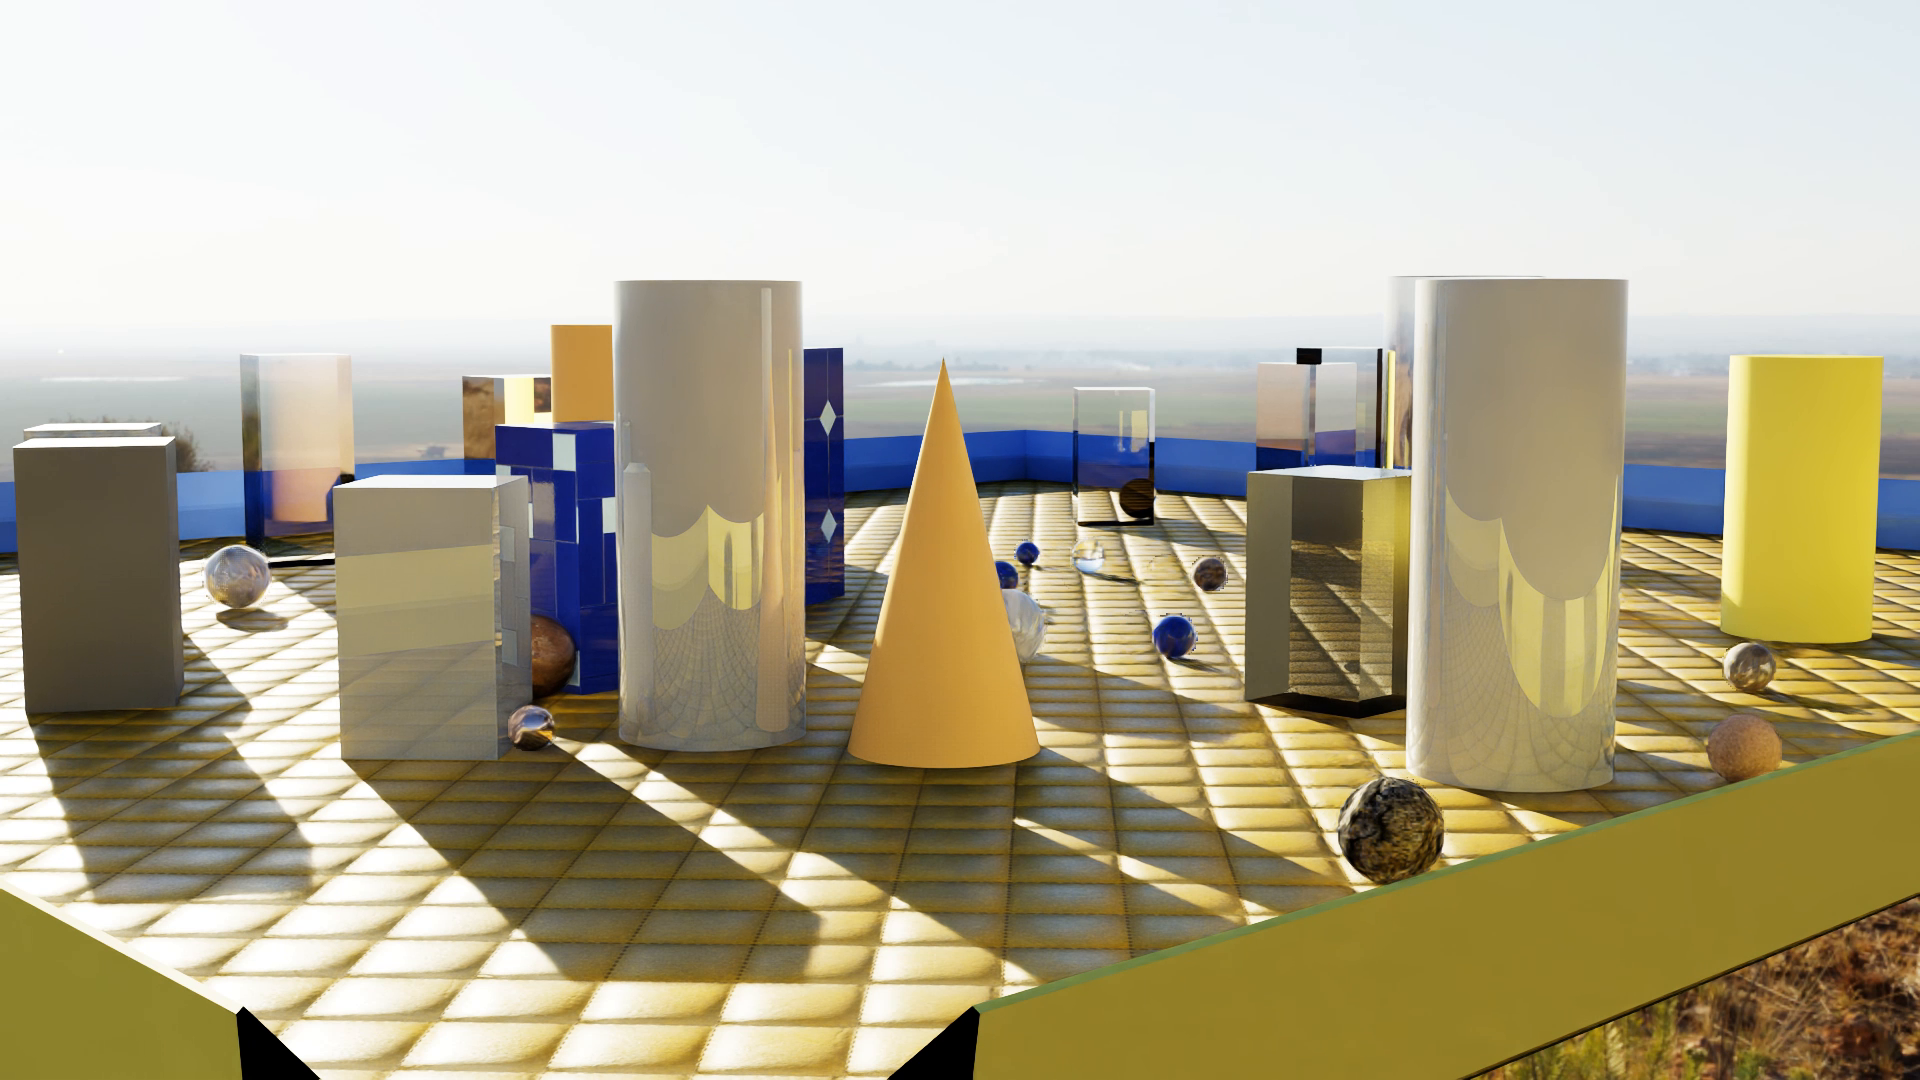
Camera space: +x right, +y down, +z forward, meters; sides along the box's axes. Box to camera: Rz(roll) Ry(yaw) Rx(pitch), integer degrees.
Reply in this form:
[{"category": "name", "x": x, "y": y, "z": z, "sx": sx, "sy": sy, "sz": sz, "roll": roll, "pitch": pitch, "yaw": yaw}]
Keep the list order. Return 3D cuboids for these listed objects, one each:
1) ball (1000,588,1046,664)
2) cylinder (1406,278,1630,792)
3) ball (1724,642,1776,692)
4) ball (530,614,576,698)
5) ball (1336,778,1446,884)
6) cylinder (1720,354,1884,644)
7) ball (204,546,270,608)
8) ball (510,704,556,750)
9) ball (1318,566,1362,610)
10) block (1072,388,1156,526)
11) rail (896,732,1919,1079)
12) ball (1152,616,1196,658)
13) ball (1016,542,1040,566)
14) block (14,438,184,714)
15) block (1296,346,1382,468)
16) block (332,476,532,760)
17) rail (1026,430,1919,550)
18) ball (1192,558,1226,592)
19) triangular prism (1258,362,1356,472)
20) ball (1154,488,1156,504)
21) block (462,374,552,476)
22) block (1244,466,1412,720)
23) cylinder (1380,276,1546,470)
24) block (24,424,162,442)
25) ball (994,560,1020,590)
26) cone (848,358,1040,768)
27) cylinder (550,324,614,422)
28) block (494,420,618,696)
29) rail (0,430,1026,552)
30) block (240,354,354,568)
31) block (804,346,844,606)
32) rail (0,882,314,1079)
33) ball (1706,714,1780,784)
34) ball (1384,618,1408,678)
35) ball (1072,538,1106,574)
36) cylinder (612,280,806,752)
[{"category": "ball", "x": 0.058, "y": 0.109, "z": 2.754, "sx": 0.098, "sy": 0.098, "sz": 0.098, "roll": 0, "pitch": 6, "yaw": 0}, {"category": "cylinder", "x": 0.533, "y": -0.012, "z": 2.111, "sx": 0.197, "sy": 0.473, "sz": 0.197, "roll": 0, "pitch": 6, "yaw": 0}, {"category": "ball", "x": 0.925, "y": 0.148, "z": 2.576, "sx": 0.058, "sy": 0.058, "sz": 0.058, "roll": 0, "pitch": 6, "yaw": 0}, {"category": "ball", "x": -0.491, "y": 0.134, "z": 2.526, "sx": 0.098, "sy": 0.098, "sz": 0.098, "roll": 0, "pitch": 6, "yaw": 0}, {"category": "ball", "x": 0.335, "y": 0.226, "z": 1.711, "sx": 0.083, "sy": 0.083, "sz": 0.083, "roll": 0, "pitch": 6, "yaw": 0}, {"category": "cylinder", "x": 1.158, "y": -0.062, "z": 3.029, "sx": 0.197, "sy": 0.382, "sz": 0.197, "roll": 0, "pitch": 6, "yaw": 0}, {"category": "ball", "x": -1.082, "y": 0.055, "z": 3.291, "sx": 0.095, "sy": 0.095, "sz": 0.095, "roll": 0, "pitch": 6, "yaw": 0}, {"category": "ball", "x": -0.434, "y": 0.190, "z": 2.233, "sx": 0.046, "sy": 0.046, "sz": 0.046, "roll": 0, "pitch": 6, "yaw": 0}, {"category": "ball", "x": 0.567, "y": 0.071, "z": 3.283, "sx": 0.065, "sy": 0.065, "sz": 0.065, "roll": 0, "pitch": 6, "yaw": 0}, {"category": "block", "x": 0.321, "y": -0.177, "z": 4.618, "sx": 0.157, "sy": 0.281, "sz": 0.157, "roll": 0, "pitch": 6, "yaw": -1}, {"category": "rail", "x": 1.153, "y": 0.163, "z": 2.089, "sx": 3.655, "sy": 0.128, "sz": 0.045, "roll": -5, "pitch": 8, "yaw": -42}, {"category": "ball", "x": 0.274, "y": 0.124, "z": 2.823, "sx": 0.055, "sy": 0.055, "sz": 0.055, "roll": 0, "pitch": 6, "yaw": 0}, {"category": "ball", "x": 0.118, "y": 0.023, "z": 3.850, "sx": 0.042, "sy": 0.042, "sz": 0.042, "roll": 0, "pitch": 6, "yaw": 0}, {"category": "block", "x": -0.981, "y": 0.035, "z": 2.516, "sx": 0.157, "sy": 0.295, "sz": 0.157, "roll": -2, "pitch": 6, "yaw": -16}, {"category": "block", "x": 0.777, "y": -0.197, "z": 4.381, "sx": 0.157, "sy": 0.371, "sz": 0.157, "roll": 5, "pitch": 8, "yaw": 40}, {"category": "block", "x": -0.535, "y": 0.075, "z": 2.250, "sx": 0.157, "sy": 0.271, "sz": 0.157, "roll": 0, "pitch": 6, "yaw": 2}, {"category": "rail", "x": 1.326, "y": -0.094, "z": 4.549, "sx": 0.045, "sy": 0.128, "sz": 3.449, "roll": -5, "pitch": 8, "yaw": -42}, {"category": "ball", "x": 0.396, "y": 0.054, "z": 3.496, "sx": 0.054, "sy": 0.054, "sz": 0.054, "roll": 0, "pitch": 6, "yaw": 0}, {"category": "triangular prism", "x": 0.587, "y": -0.133, "z": 3.858, "sx": 0.148, "sy": 0.352, "sz": 0.170, "roll": 4, "pitch": 7, "yaw": 35}, {"category": "ball", "x": 0.381, "y": -0.095, "z": 4.758, "sx": 0.088, "sy": 0.088, "sz": 0.088, "roll": 0, "pitch": 6, "yaw": 0}, {"category": "block", "x": -0.781, "y": -0.130, "z": 3.947, "sx": 0.157, "sy": 0.327, "sz": 0.157, "roll": -5, "pitch": 8, "yaw": -40}, {"category": "block", "x": 0.436, "y": 0.054, "z": 2.500, "sx": 0.157, "sy": 0.262, "sz": 0.157, "roll": 6, "pitch": 8, "yaw": 45}, {"category": "cylinder", "x": 0.628, "y": -0.086, "z": 2.763, "sx": 0.197, "sy": 0.486, "sz": 0.197, "roll": 0, "pitch": 6, "yaw": 0}, {"category": "block", "x": -1.223, "y": -0.021, "z": 3.122, "sx": 0.157, "sy": 0.281, "sz": 0.157, "roll": -1, "pitch": 6, "yaw": -12}, {"category": "ball", "x": 0.061, "y": 0.061, "z": 3.395, "sx": 0.061, "sy": 0.061, "sz": 0.061, "roll": 0, "pitch": 6, "yaw": 0}, {"category": "cone", "x": -0.017, "y": 0.014, "z": 2.223, "sx": 0.197, "sy": 0.399, "sz": 0.197, "roll": 0, "pitch": 6, "yaw": 0}, {"category": "cylinder", "x": -0.480, "y": -0.094, "z": 3.132, "sx": 0.197, "sy": 0.424, "sz": 0.197, "roll": 0, "pitch": 6, "yaw": 0}, {"category": "block", "x": -0.444, "y": 0.016, "z": 2.644, "sx": 0.157, "sy": 0.308, "sz": 0.157, "roll": 5, "pitch": 8, "yaw": 42}, {"category": "rail", "x": -1.153, "y": -0.097, "z": 4.575, "sx": 3.655, "sy": 0.128, "sz": 0.045, "roll": -5, "pitch": 8, "yaw": -42}, {"category": "block", "x": -1.171, "y": -0.144, "z": 3.890, "sx": 0.157, "sy": 0.367, "sz": 0.157, "roll": -3, "pitch": 7, "yaw": -29}, {"category": "block", "x": -0.284, "y": -0.102, "z": 3.384, "sx": 0.157, "sy": 0.387, "sz": 0.157, "roll": 3, "pitch": 6, "yaw": 23}, {"category": "rail", "x": -1.326, "y": 0.160, "z": 2.115, "sx": 0.045, "sy": 0.128, "sz": 3.449, "roll": -5, "pitch": 8, "yaw": -42}, {"category": "ball", "x": 0.738, "y": 0.197, "z": 2.071, "sx": 0.066, "sy": 0.066, "sz": 0.066, "roll": 0, "pitch": 6, "yaw": 0}, {"category": "ball", "x": 0.552, "y": 0.131, "z": 2.656, "sx": 0.076, "sy": 0.076, "sz": 0.076, "roll": 0, "pitch": 6, "yaw": 0}, {"category": "ball", "x": 0.218, "y": 0.027, "z": 3.731, "sx": 0.059, "sy": 0.059, "sz": 0.059, "roll": 0, "pitch": 6, "yaw": 0}, {"category": "cylinder", "x": -0.261, "y": -0.032, "z": 2.299, "sx": 0.197, "sy": 0.474, "sz": 0.197, "roll": 0, "pitch": 6, "yaw": 0}]
